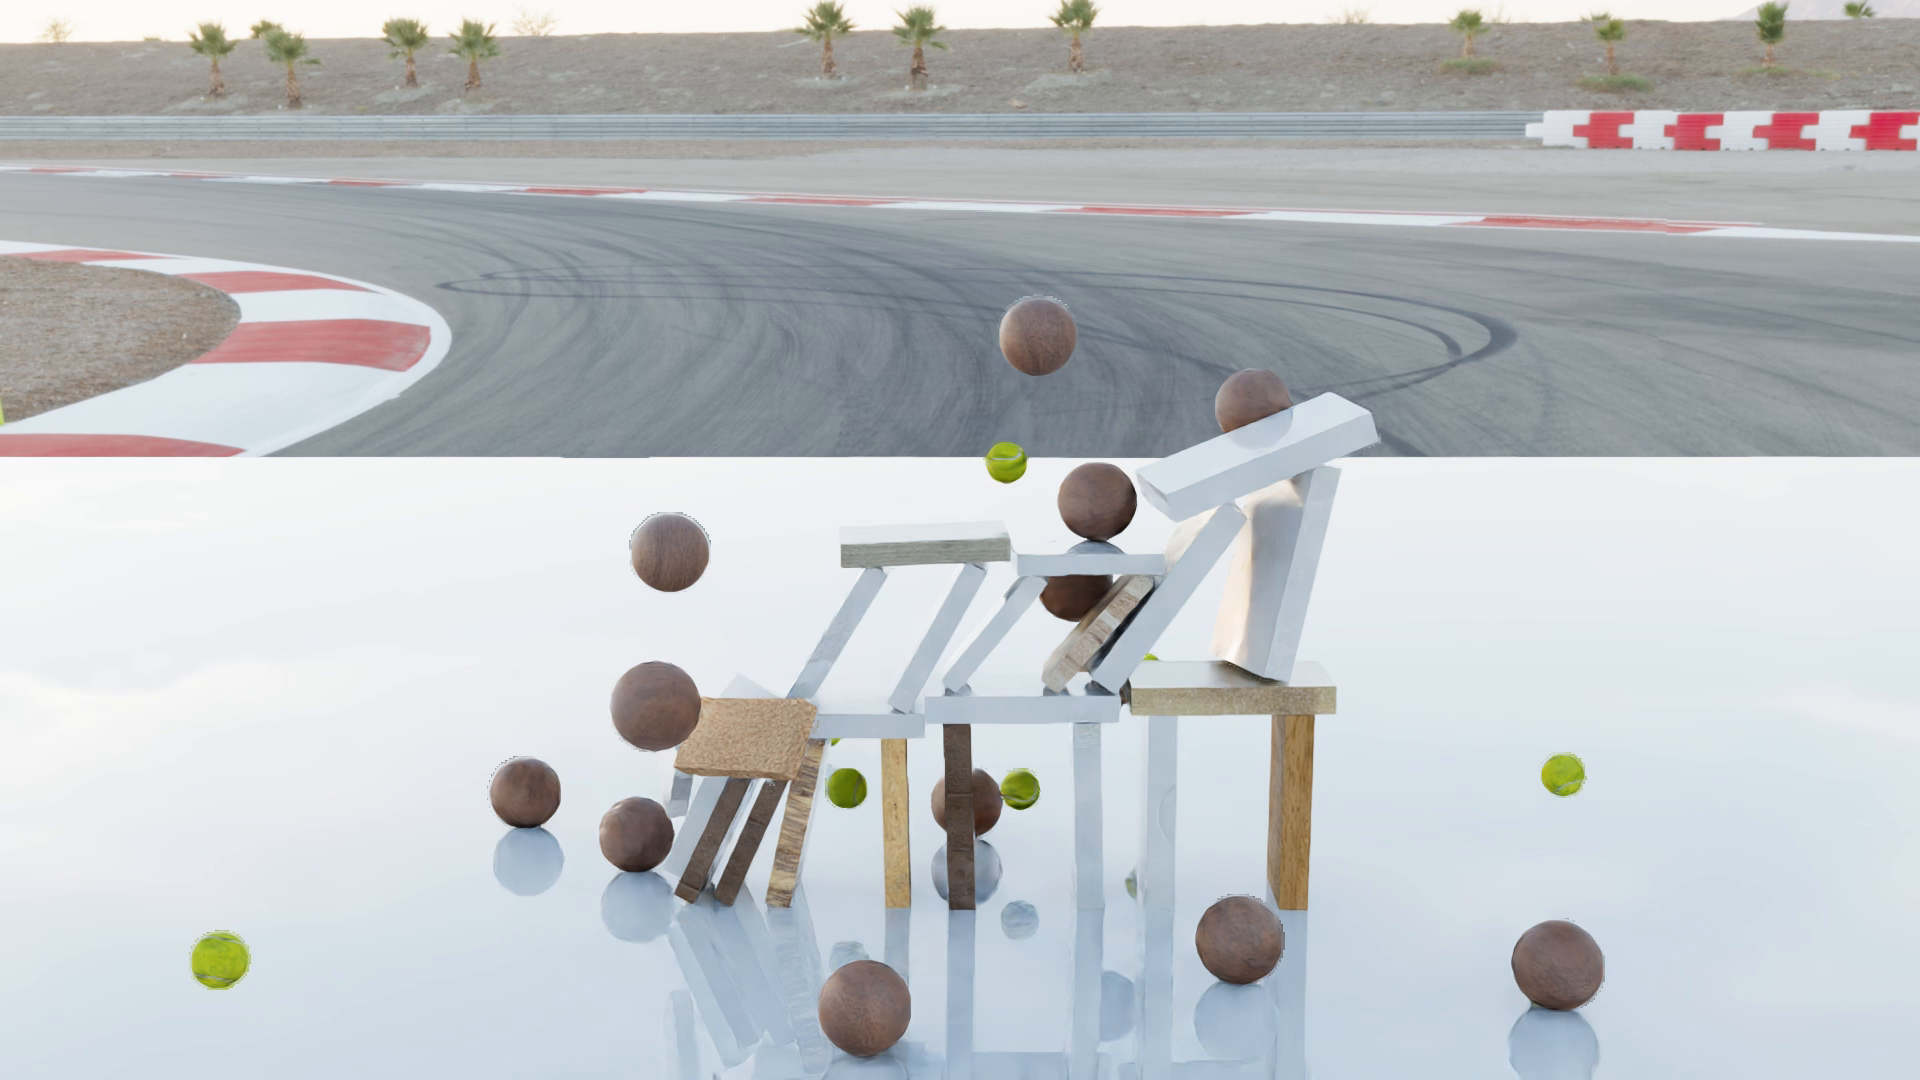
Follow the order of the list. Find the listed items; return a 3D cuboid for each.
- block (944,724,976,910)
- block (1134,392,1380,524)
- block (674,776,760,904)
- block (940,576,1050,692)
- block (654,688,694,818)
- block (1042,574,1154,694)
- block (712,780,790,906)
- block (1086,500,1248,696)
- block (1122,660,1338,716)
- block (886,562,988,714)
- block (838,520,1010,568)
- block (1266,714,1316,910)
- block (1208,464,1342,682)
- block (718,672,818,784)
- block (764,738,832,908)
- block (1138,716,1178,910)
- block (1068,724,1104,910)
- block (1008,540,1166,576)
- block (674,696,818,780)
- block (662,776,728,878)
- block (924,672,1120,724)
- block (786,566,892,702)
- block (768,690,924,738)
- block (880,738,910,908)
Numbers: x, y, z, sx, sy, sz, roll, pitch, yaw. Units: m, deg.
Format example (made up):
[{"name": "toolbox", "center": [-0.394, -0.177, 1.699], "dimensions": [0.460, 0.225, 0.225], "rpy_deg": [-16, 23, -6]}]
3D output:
[{"name": "block", "center": [0.000, 0.435, 3.640], "dimensions": [0.044, 0.314, 0.157], "rpy_deg": [-2, 11, 0]}, {"name": "block", "center": [0.473, -0.135, 3.532], "dimensions": [0.354, 0.050, 0.177], "rpy_deg": [-22, 18, -6]}, {"name": "block", "center": [-0.392, 0.468, 3.645], "dimensions": [0.036, 0.253, 0.126], "rpy_deg": [27, 14, 3]}, {"name": "block", "center": [0.059, 0.138, 3.576], "dimensions": [0.033, 0.235, 0.117], "rpy_deg": [39, 11, -3]}, {"name": "block", "center": [-0.456, 0.344, 3.526], "dimensions": [0.033, 0.115, 0.230], "rpy_deg": [-7, -30, -16]}, {"name": "block", "center": [0.222, 0.139, 3.573], "dimensions": [0.033, 0.235, 0.117], "rpy_deg": [40, 10, -5]}, {"name": "block", "center": [-0.334, 0.469, 3.646], "dimensions": [0.036, 0.253, 0.126], "rpy_deg": [25, 11, -1]}, {"name": "block", "center": [0.332, 0.078, 3.589], "dimensions": [0.050, 0.354, 0.177], "rpy_deg": [35, 8, -6]}, {"name": "block", "center": [0.438, 0.241, 3.603], "dimensions": [0.329, 0.047, 0.165], "rpy_deg": [0, 12, -1]}, {"name": "block", "center": [-0.034, 0.142, 3.564], "dimensions": [0.038, 0.267, 0.134], "rpy_deg": [28, 12, -4]}, {"name": "block", "center": [-0.058, 0.006, 3.514], "dimensions": [0.267, 0.038, 0.134], "rpy_deg": [-2, 13, -4]}, {"name": "block", "center": [0.546, 0.426, 3.638], "dimensions": [0.047, 0.329, 0.165], "rpy_deg": [0, 12, 1]}, {"name": "block", "center": [0.513, 0.037, 3.600], "dimensions": [0.050, 0.354, 0.177], "rpy_deg": [10, 7, -25]}, {"name": "block", "center": [-0.322, 0.293, 3.451], "dimensions": [0.033, 0.115, 0.230], "rpy_deg": [44, -12, -32]}, {"name": "block", "center": [-0.264, 0.446, 3.646], "dimensions": [0.041, 0.289, 0.144], "rpy_deg": [13, 11, 2]}, {"name": "block", "center": [0.326, 0.428, 3.638], "dimensions": [0.047, 0.329, 0.165], "rpy_deg": [0, 11, 0]}, {"name": "block", "center": [0.209, 0.435, 3.640], "dimensions": [0.044, 0.314, 0.157], "rpy_deg": [-2, 11, 0]}, {"name": "block", "center": [0.201, 0.028, 3.516], "dimensions": [0.235, 0.033, 0.117], "rpy_deg": [0, 10, -6]}, {"name": "block", "center": [-0.323, 0.297, 3.301], "dimensions": [0.230, 0.115, 0.033], "rpy_deg": [-2, -28, 40]}, {"name": "block", "center": [-0.414, 0.425, 3.645], "dimensions": [0.036, 0.253, 0.126], "rpy_deg": [26, 21, 1]}, {"name": "block", "center": [0.099, 0.258, 3.606], "dimensions": [0.314, 0.044, 0.157], "rpy_deg": [0, 11, -1]}, {"name": "block", "center": [-0.195, 0.144, 3.570], "dimensions": [0.038, 0.267, 0.134], "rpy_deg": [31, 11, -3]}, {"name": "block", "center": [-0.203, 0.286, 3.602], "dimensions": [0.289, 0.041, 0.144], "rpy_deg": [0, 11, -1]}, {"name": "block", "center": [-0.106, 0.447, 3.644], "dimensions": [0.041, 0.289, 0.144], "rpy_deg": [-1, 11, -1]}]
